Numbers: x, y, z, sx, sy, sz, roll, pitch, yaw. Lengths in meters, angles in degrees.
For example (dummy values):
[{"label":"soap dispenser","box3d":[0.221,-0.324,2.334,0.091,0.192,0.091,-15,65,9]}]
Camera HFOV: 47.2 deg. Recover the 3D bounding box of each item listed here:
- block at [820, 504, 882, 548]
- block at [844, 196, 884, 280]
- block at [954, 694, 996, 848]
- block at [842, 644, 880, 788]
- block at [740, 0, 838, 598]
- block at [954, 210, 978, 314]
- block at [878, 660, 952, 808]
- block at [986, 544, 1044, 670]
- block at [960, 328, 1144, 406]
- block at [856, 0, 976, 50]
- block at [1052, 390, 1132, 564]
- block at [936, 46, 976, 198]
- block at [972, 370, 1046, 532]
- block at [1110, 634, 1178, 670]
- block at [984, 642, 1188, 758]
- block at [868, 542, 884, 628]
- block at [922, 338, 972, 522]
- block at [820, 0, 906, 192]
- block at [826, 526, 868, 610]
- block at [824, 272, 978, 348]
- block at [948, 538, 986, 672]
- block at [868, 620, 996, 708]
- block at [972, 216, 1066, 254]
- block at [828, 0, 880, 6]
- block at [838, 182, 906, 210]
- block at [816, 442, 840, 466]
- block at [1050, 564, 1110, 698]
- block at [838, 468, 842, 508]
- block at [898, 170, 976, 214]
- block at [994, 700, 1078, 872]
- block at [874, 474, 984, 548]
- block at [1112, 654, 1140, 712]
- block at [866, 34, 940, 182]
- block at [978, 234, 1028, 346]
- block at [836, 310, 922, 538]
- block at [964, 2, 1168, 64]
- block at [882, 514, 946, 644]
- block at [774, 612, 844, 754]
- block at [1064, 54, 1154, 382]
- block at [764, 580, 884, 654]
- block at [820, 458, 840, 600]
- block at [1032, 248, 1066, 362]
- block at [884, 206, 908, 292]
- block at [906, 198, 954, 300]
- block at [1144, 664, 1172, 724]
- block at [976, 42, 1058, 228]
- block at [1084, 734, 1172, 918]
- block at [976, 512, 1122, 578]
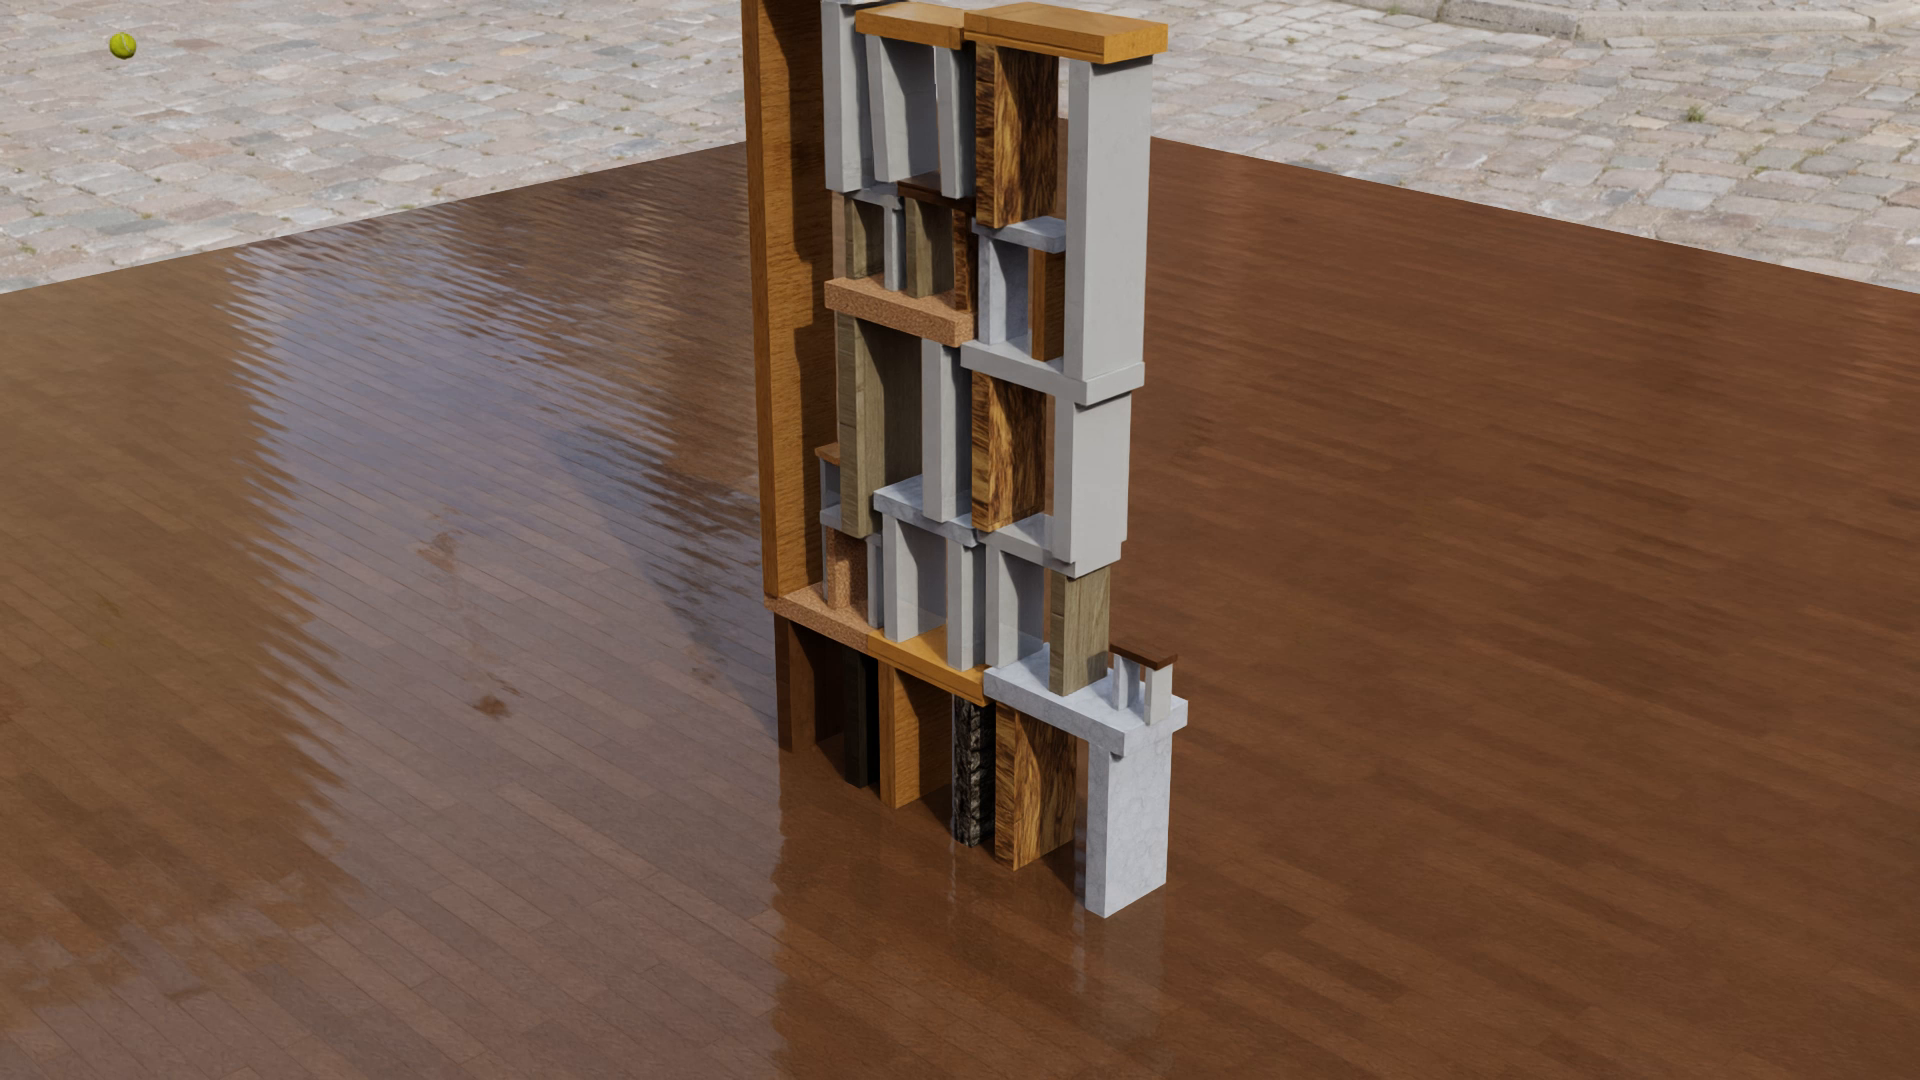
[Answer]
[{"label":"block","box3d":[-0.187,-0.034,4.411,0.182,0.026,0.091,21,31,40]},{"label":"block","box3d":[-0.181,-0.579,4.170,0.023,0.159,0.080,21,31,40]},{"label":"block","box3d":[0.062,0.430,4.336,0.046,0.322,0.161,21,31,41]},{"label":"block","box3d":[-0.166,0.340,4.551,0.045,0.319,0.159,21,31,41]},{"label":"block","box3d":[-0.331,-0.481,4.379,0.172,1.237,0.049,-21,31,-41]},{"label":"block","box3d":[0.033,-0.512,3.970,0.027,0.189,0.094,20,32,39]},{"label":"block","box3d":[-0.090,0.370,4.476,0.046,0.322,0.161,21,31,41]},{"label":"block","box3d":[0.104,0.109,4.158,0.035,0.247,0.123,21,31,41]},{"label":"block","box3d":[0.163,-0.313,3.911,0.304,0.043,0.152,21,31,40]},{"label":"block","box3d":[-0.046,-0.908,3.872,0.263,0.037,0.131,21,32,41]},{"label":"block","box3d":[0.235,-0.125,3.914,0.152,0.304,0.043,-21,31,-41]},{"label":"block","box3d":[0.022,-0.745,3.872,0.131,0.263,0.037,-23,30,-40]},{"label":"block","box3d":[0.091,-0.181,4.045,0.043,0.304,0.152,21,31,40]},{"label":"block","box3d":[0.329,0.201,3.947,0.112,0.016,0.056,21,31,41]},{"label":"block","box3d":[0.231,0.294,4.101,0.353,0.050,0.176,21,31,41]},{"label":"block","box3d":[-0.143,0.078,4.413,0.026,0.182,0.091,21,31,40]},{"label":"block","box3d":[0.010,-0.224,4.115,0.175,0.351,0.050,-21,31,-40]},{"label":"block","box3d":[-0.172,-0.828,4.055,0.049,0.344,0.172,21,31,40]},{"label":"block","box3d":[-0.230,0.045,4.491,0.026,0.182,0.091,21,31,41]},{"label":"block","box3d":[-0.071,-0.441,4.112,0.175,0.050,0.351,-21,31,-40]},{"label":"block","box3d":[0.037,0.107,4.223,0.134,0.268,0.038,-21,31,-41]},{"label":"block","box3d":[-0.014,0.231,4.334,0.161,0.046,0.322,-21,31,-41]},{"label":"block","box3d":[0.126,-0.544,3.856,0.199,0.028,0.099,21,31,40]},{"label":"block","box3d":[-0.251,-1.041,4.053,0.344,0.049,0.172,21,31,41]},{"label":"block","box3d":[-0.144,-0.648,4.100,0.159,0.023,0.080,21,31,40]},{"label":"block","box3d":[-0.239,-0.169,4.406,0.053,0.015,0.105,-18,28,-34]},{"label":"block","box3d":[0.221,0.154,4.051,0.035,0.247,0.123,21,31,40]},{"label":"block","box3d":[-0.215,-0.102,4.401,0.053,0.105,0.015,-22,31,-39]},{"label":"block","box3d":[-0.013,-0.629,3.971,0.189,0.027,0.094,21,32,40]},{"label":"block","box3d":[0.148,0.447,4.256,0.050,0.353,0.176,21,31,41]},{"label":"block","box3d":[-0.026,-0.059,4.222,0.134,0.038,0.268,-21,31,-41]},{"label":"block","box3d":[0.303,0.250,3.997,0.016,0.112,0.056,21,31,41]},{"label":"block","box3d":[-0.102,-0.792,3.987,0.131,0.263,0.037,-23,29,-40]},{"label":"block","box3d":[0.078,-0.458,3.943,0.028,0.199,0.099,21,31,40]},{"label":"block","box3d":[-0.154,-0.242,4.288,0.175,0.454,0.050,-21,31,-41]},{"label":"block","box3d":[0.174,-0.849,3.673,0.316,0.045,0.158,21,31,40]},{"label":"block","box3d":[-0.089,0.058,4.340,0.134,0.268,0.038,-21,31,-41]},{"label":"block","box3d":[-0.317,0.281,4.690,0.045,0.319,0.159,21,31,41]},{"label":"block","box3d":[0.249,-0.549,3.719,0.045,0.543,0.158,21,31,40]},{"label":"block","box3d":[-0.241,0.143,4.549,0.319,0.045,0.159,21,31,41]},{"label":"block","box3d":[-0.258,-0.029,4.497,0.015,0.313,0.053,21,31,41]},{"label":"block","box3d":[0.172,-0.421,3.857,0.028,0.199,0.099,21,31,40]},{"label":"block","box3d":[-0.105,-0.550,4.101,0.023,0.159,0.080,21,31,40]},{"label":"block","box3d":[-0.056,-0.547,4.054,0.095,0.189,0.027,-23,32,-40]},{"label":"block","box3d":[0.356,0.270,3.948,0.016,0.112,0.056,21,31,40]},{"label":"block","box3d":[0.099,-0.712,3.812,0.158,0.316,0.045,-21,31,-40]},{"label":"block","box3d":[0.314,0.512,4.103,0.050,0.353,0.176,21,31,41]},{"label":"block","box3d":[0.162,0.002,4.049,0.247,0.035,0.123,21,31,40]}]
